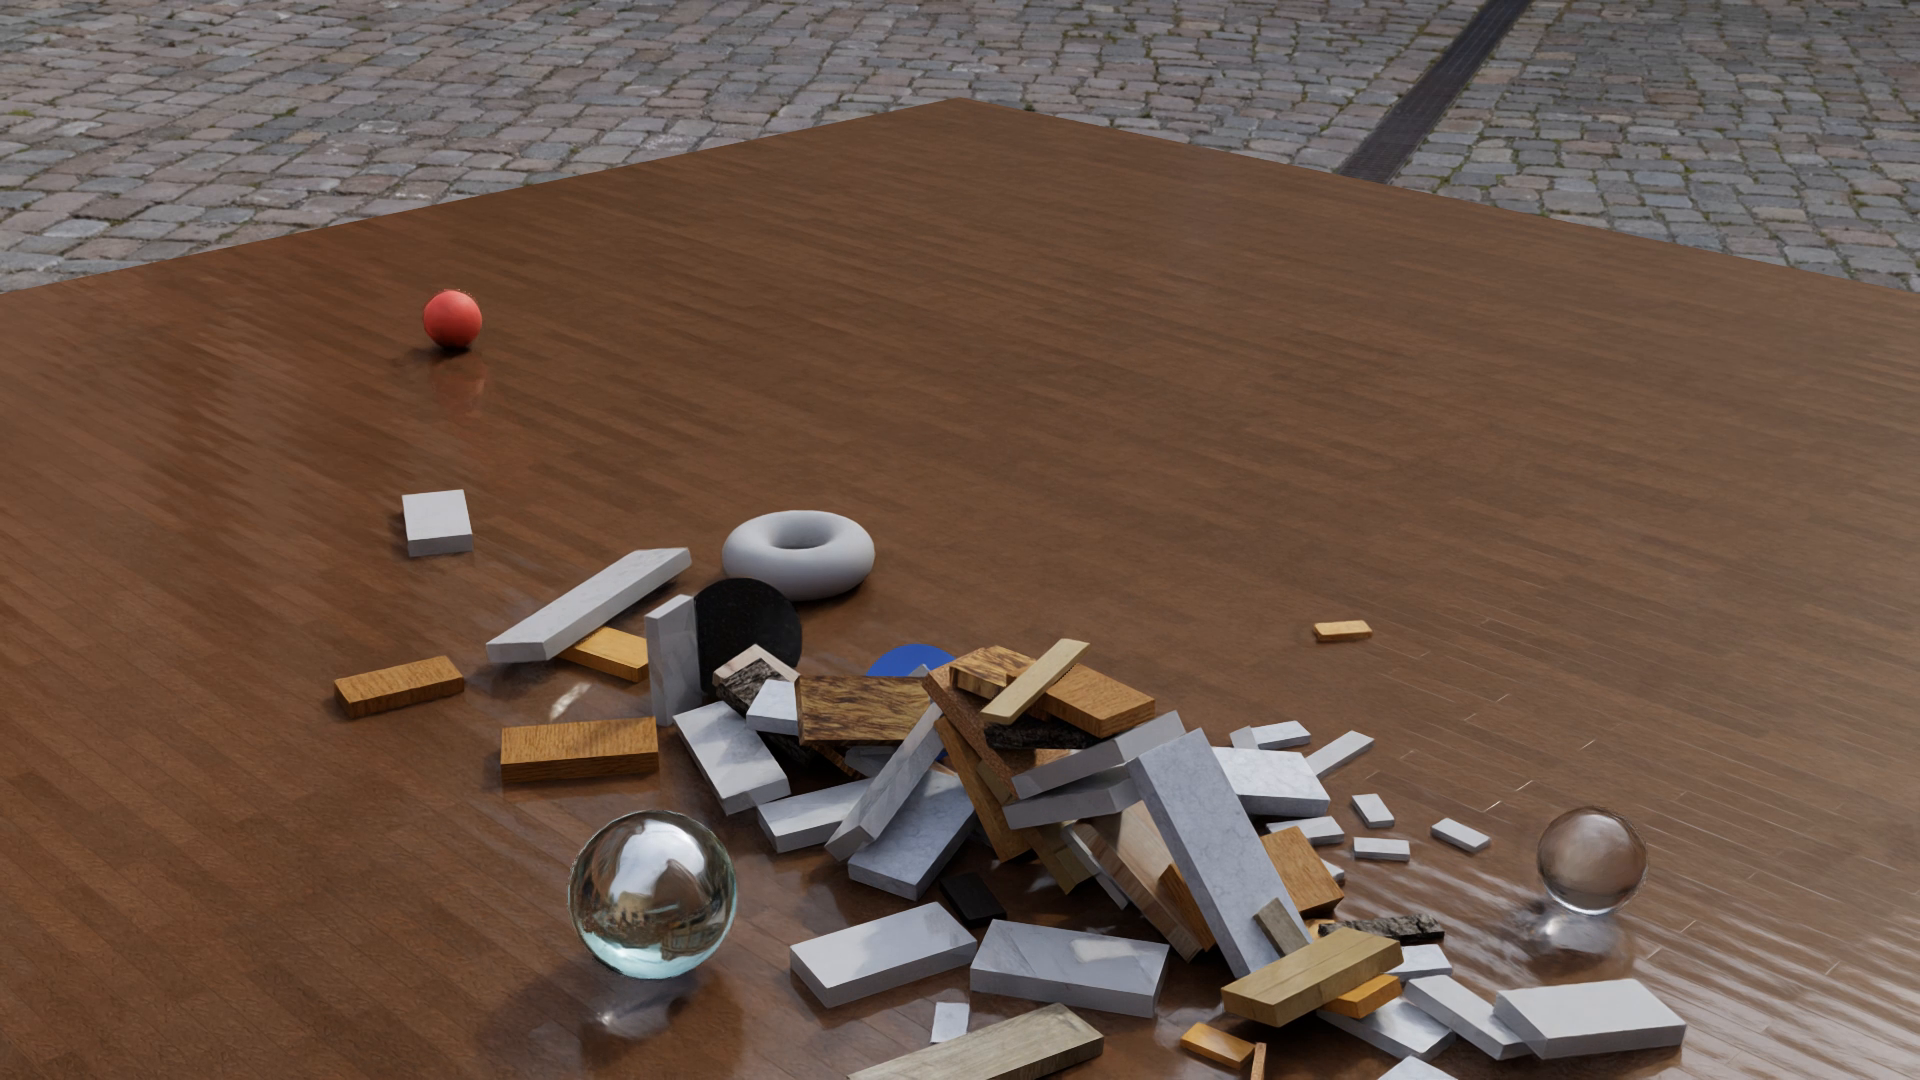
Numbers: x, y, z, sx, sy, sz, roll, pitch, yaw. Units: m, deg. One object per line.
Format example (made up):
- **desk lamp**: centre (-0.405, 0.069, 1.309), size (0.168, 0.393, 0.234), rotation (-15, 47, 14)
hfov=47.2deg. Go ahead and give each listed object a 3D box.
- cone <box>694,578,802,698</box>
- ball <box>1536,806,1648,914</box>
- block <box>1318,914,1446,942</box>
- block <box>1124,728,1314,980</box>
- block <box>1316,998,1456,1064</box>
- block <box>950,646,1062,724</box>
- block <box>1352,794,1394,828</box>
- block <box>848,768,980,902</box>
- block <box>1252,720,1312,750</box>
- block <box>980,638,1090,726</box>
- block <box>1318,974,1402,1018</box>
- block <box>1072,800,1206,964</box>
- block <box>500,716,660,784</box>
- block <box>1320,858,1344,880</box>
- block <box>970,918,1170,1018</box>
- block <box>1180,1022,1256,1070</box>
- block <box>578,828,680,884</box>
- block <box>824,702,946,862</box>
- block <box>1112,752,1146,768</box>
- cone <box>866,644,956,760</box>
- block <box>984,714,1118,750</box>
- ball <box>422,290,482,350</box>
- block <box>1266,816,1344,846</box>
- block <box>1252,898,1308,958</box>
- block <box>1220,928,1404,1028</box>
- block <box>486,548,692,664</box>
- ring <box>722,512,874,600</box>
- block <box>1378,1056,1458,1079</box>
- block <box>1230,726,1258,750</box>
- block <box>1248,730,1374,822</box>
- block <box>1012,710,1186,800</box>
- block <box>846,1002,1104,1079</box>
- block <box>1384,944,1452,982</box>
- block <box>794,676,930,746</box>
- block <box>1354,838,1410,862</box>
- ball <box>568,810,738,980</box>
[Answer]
- **cone**: centre (-0.504, 0.232, 5.053), size (0.278, 0.278, 0.278), rotation (-2, -4, -5)
- **ball**: centre (1.177, 0.598, 4.097), size (0.199, 0.199, 0.199), rotation (0, 23, 0)
- **block**: centre (0.772, 0.717, 4.026), size (0.227, 0.017, 0.058), rotation (-2, 25, -17)
- **block**: centre (0.468, 0.570, 3.933), size (0.162, 0.453, 0.046), rotation (-20, -13, -37)
- **block**: centre (0.731, 0.826, 3.775), size (0.213, 0.030, 0.107), rotation (21, 31, 40)
- **block**: centre (0.121, 0.275, 4.223), size (0.265, 0.038, 0.133), rotation (19, 29, 41)
- **block**: centre (0.836, 0.548, 4.450), size (0.053, 0.015, 0.106), rotation (-4, 23, -9)
- **block**: centre (-0.075, 0.569, 4.277), size (0.151, 0.043, 0.301), rotation (15, 39, 25)
- **block**: centre (0.677, 0.424, 4.737), size (0.140, 0.020, 0.070), rotation (-8, 24, -18)
- **block**: centre (0.143, 0.260, 4.081), size (0.058, 0.016, 0.362), rotation (9, 23, 25)
- **block**: centre (0.648, 0.775, 3.804), size (0.107, 0.030, 0.213), rotation (-20, 11, -34)
- **block**: centre (0.373, 0.610, 4.056), size (0.163, 0.046, 0.327), rotation (-23, 63, -42)
- **block**: centre (-0.804, 0.443, 4.657), size (0.324, 0.046, 0.162), rotation (-4, 23, -9)
- **block**: centre (0.676, 0.625, 4.235), size (0.048, 0.014, 0.133), rotation (-14, 23, -34)
- **block**: centre (0.196, 0.760, 3.911), size (0.327, 0.046, 0.163), rotation (6, 24, 14)
- **block**: centre (0.437, 0.856, 3.722), size (0.115, 0.016, 0.058), rotation (16, 28, 33)
- **block**: centre (-0.643, 0.614, 4.282), size (0.173, 0.024, 0.086), rotation (-15, 27, -32)
- **block**: centre (-0.109, 0.452, 4.329), size (0.151, 0.043, 0.417), rotation (-38, 11, 51)
- **block**: centre (0.235, 0.455, 4.499), size (0.325, 0.046, 0.162), rotation (7, 24, 13)
- **cone**: centre (-0.066, 0.356, 4.775), size (0.254, 0.254, 0.254), rotation (5, -3, 12)
- **block**: centre (0.183, 0.354, 4.140), size (0.133, 0.038, 0.266), rotation (-20, 9, -39)
- **ball**: centre (-1.666, -0.722, 7.220), size (0.190, 0.190, 0.190), rotation (0, 23, 0)
- **block**: centre (0.684, 0.581, 4.365), size (0.140, 0.020, 0.070), rotation (-5, 24, -12)
- **block**: centre (0.573, 0.698, 3.890), size (0.059, 0.118, 0.017), rotation (-30, -6, -38)
- **block**: centre (0.607, 0.750, 3.787), size (0.288, 0.041, 0.144), rotation (-19, 10, -29)
- **block**: centre (-0.879, 0.150, 5.276), size (0.162, 0.046, 0.647), rotation (-3, 18, 26)
- **ring**: centre (-0.406, 0.037, 5.510), size (0.385, 0.128, 0.385), rotation (0, 23, 0)
- **block**: centre (0.797, 0.932, 3.512), size (0.144, 0.041, 0.288), rotation (-21, 31, -41)
- **block**: centre (0.607, 0.435, 4.683), size (0.048, 0.014, 0.095), rotation (-22, 29, 6)
- **block**: centre (0.664, 0.510, 4.537), size (0.059, 0.017, 0.591), rotation (20, 30, 39)
- **block**: centre (0.253, 0.399, 4.067), size (0.162, 0.046, 0.323), rotation (-20, -5, -39)
- **block**: centre (0.029, 0.866, 3.630), size (0.438, 0.035, 0.123), rotation (-11, 25, -35)
- **block**: centre (0.795, 0.760, 3.942), size (0.152, 0.022, 0.076), rotation (-3, 23, -8)
- **block**: centre (-0.196, 0.348, 4.477), size (0.274, 0.039, 0.137), rotation (2, 66, -21)
- **block**: centre (0.826, 0.606, 4.313), size (0.106, 0.015, 0.053), rotation (3, 23, 7)
- **ball**: centre (-0.543, 0.628, 3.897), size (0.299, 0.299, 0.299), rotation (0, 23, 0)
